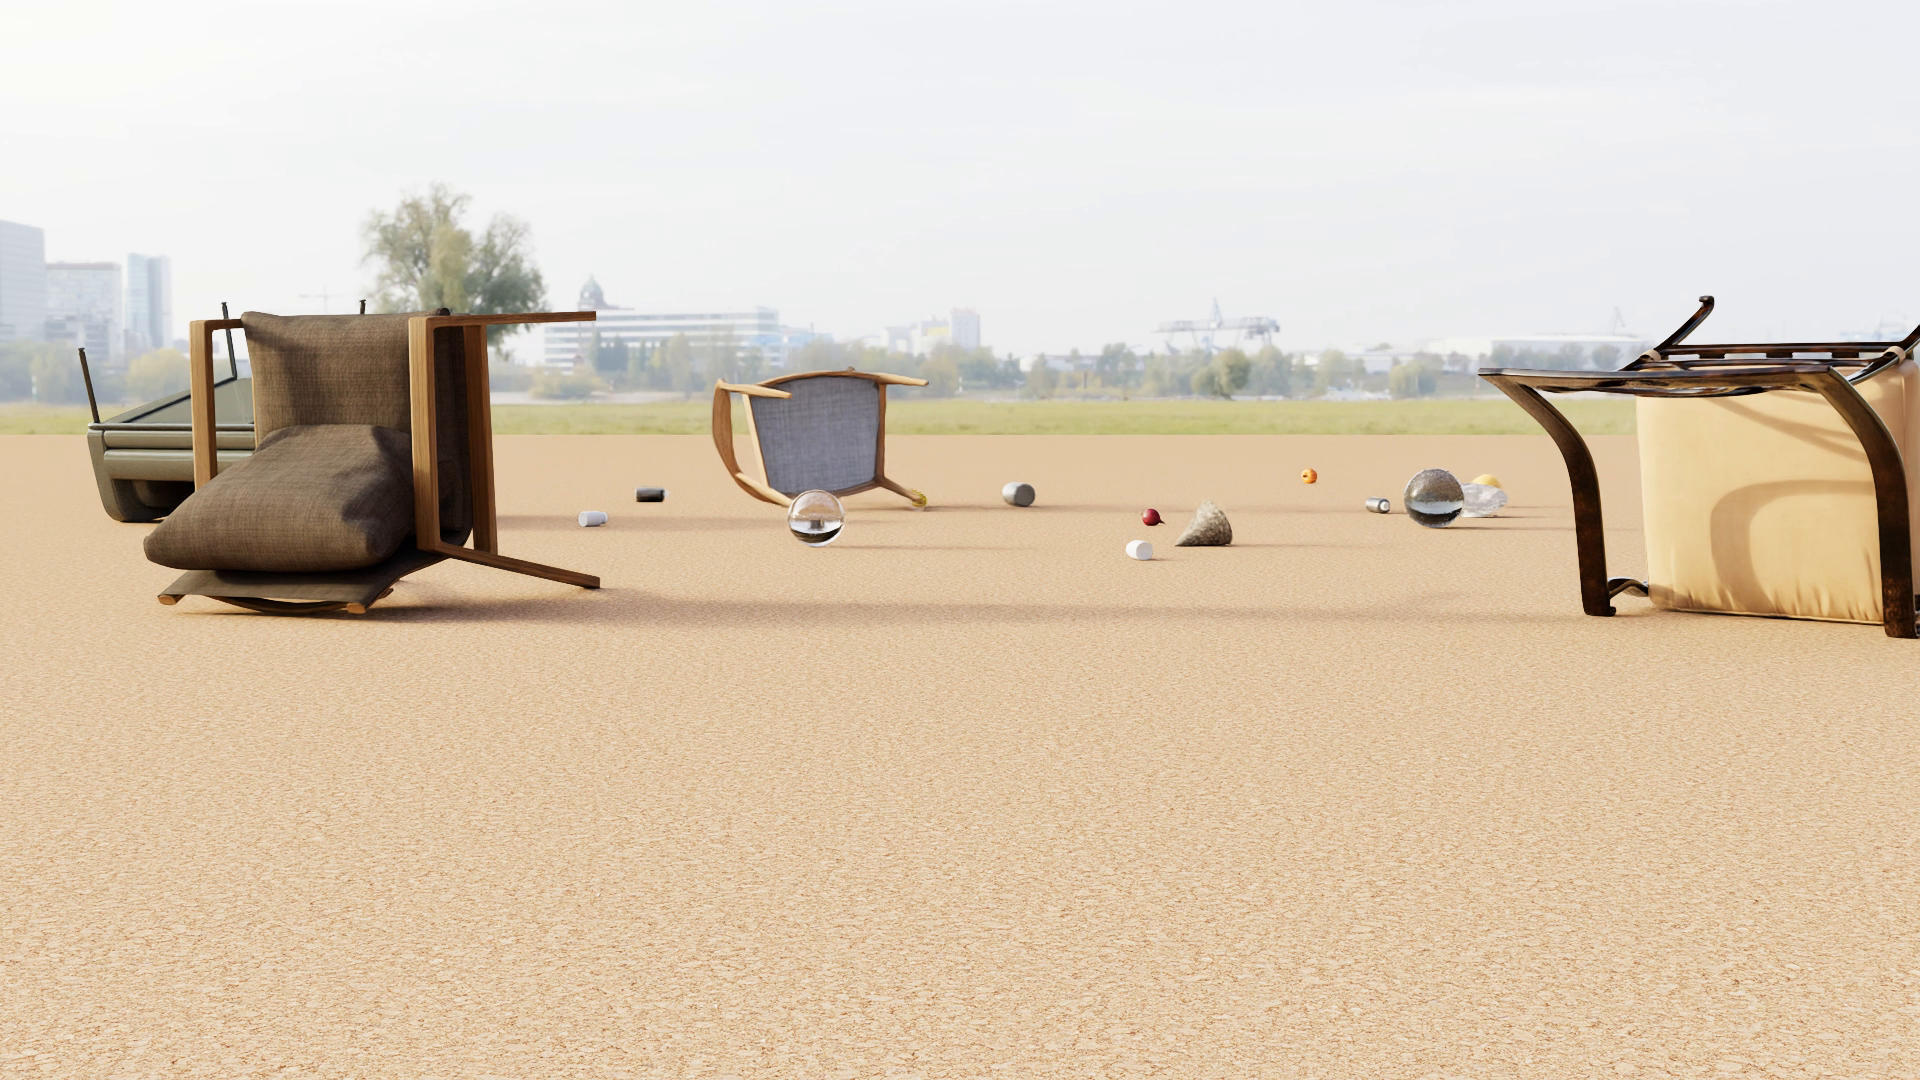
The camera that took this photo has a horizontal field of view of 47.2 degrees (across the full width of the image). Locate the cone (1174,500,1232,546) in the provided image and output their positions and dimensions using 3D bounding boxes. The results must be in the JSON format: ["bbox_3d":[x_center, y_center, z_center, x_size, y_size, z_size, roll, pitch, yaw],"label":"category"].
[{"bbox_3d":[0.672,-0.016,6.289,0.151,0.147,0.159,-29,-2,-17],"label":"cone"}]

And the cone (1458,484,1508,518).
[{"bbox_3d":[1.796,-0.116,7.800,0.307,0.124,0.203,-1,-14,19],"label":"cone"}]

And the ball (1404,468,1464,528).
[{"bbox_3d":[1.532,-0.135,7.107,0.193,0.193,0.193,0,4,0],"label":"ball"}]

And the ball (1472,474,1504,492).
[{"bbox_3d":[2.011,-0.188,8.393,0.122,0.122,0.122,0,4,0],"label":"ball"}]

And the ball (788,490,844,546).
[{"bbox_3d":[-0.410,-0.062,6.258,0.163,0.163,0.163,0,4,0],"label":"ball"}]
